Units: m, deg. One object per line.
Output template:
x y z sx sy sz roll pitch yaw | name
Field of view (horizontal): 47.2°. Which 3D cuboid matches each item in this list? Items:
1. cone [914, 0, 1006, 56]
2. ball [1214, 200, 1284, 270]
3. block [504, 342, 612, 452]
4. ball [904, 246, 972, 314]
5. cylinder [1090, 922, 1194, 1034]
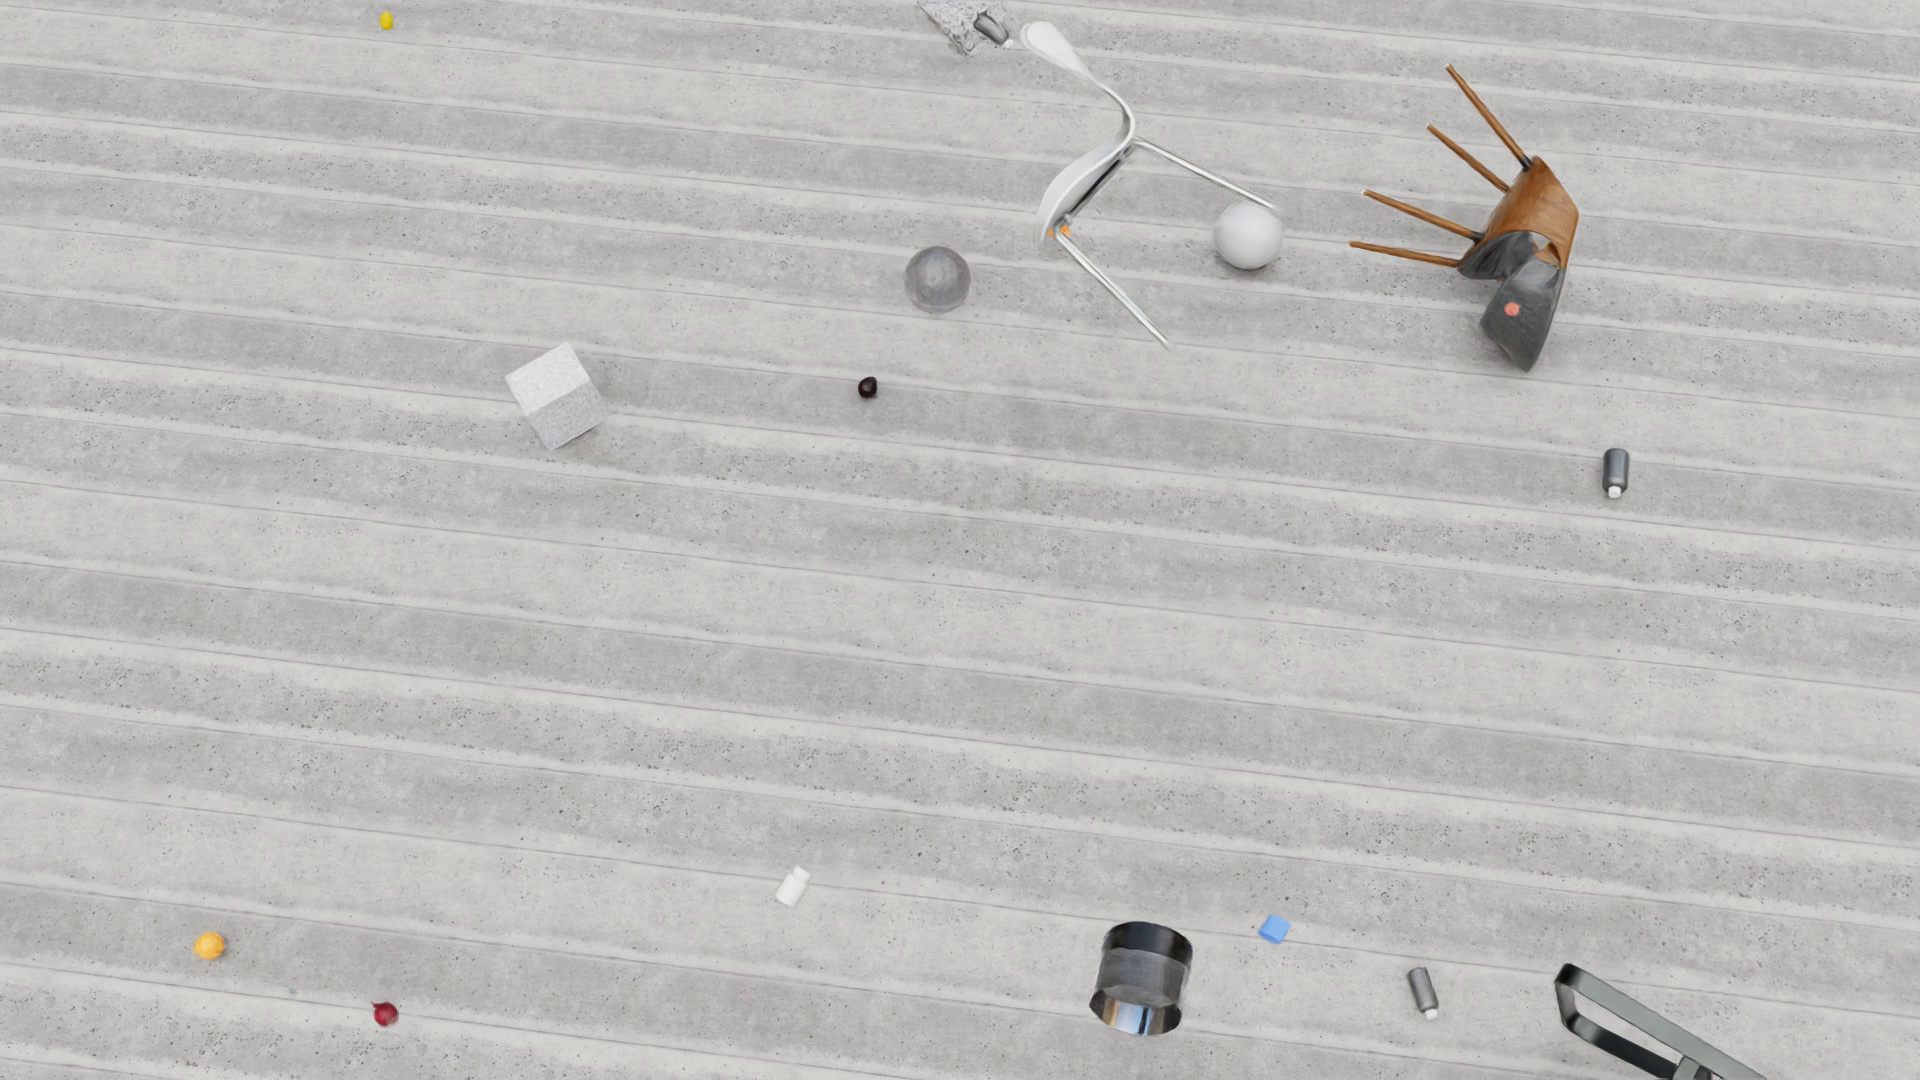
-0.038 -1.858 7.779 0.339 0.127 0.233 30 78 32 | cone
0.932 -0.987 7.102 0.223 0.223 0.223 0 56 0 | ball
-1.225 -0.437 6.715 0.219 0.213 0.168 -30 61 -6 | block
-0.072 -0.828 6.999 0.217 0.217 0.217 0 56 0 | ball
0.469 1.129 5.665 0.240 0.221 0.196 -5 43 24 | cylinder
